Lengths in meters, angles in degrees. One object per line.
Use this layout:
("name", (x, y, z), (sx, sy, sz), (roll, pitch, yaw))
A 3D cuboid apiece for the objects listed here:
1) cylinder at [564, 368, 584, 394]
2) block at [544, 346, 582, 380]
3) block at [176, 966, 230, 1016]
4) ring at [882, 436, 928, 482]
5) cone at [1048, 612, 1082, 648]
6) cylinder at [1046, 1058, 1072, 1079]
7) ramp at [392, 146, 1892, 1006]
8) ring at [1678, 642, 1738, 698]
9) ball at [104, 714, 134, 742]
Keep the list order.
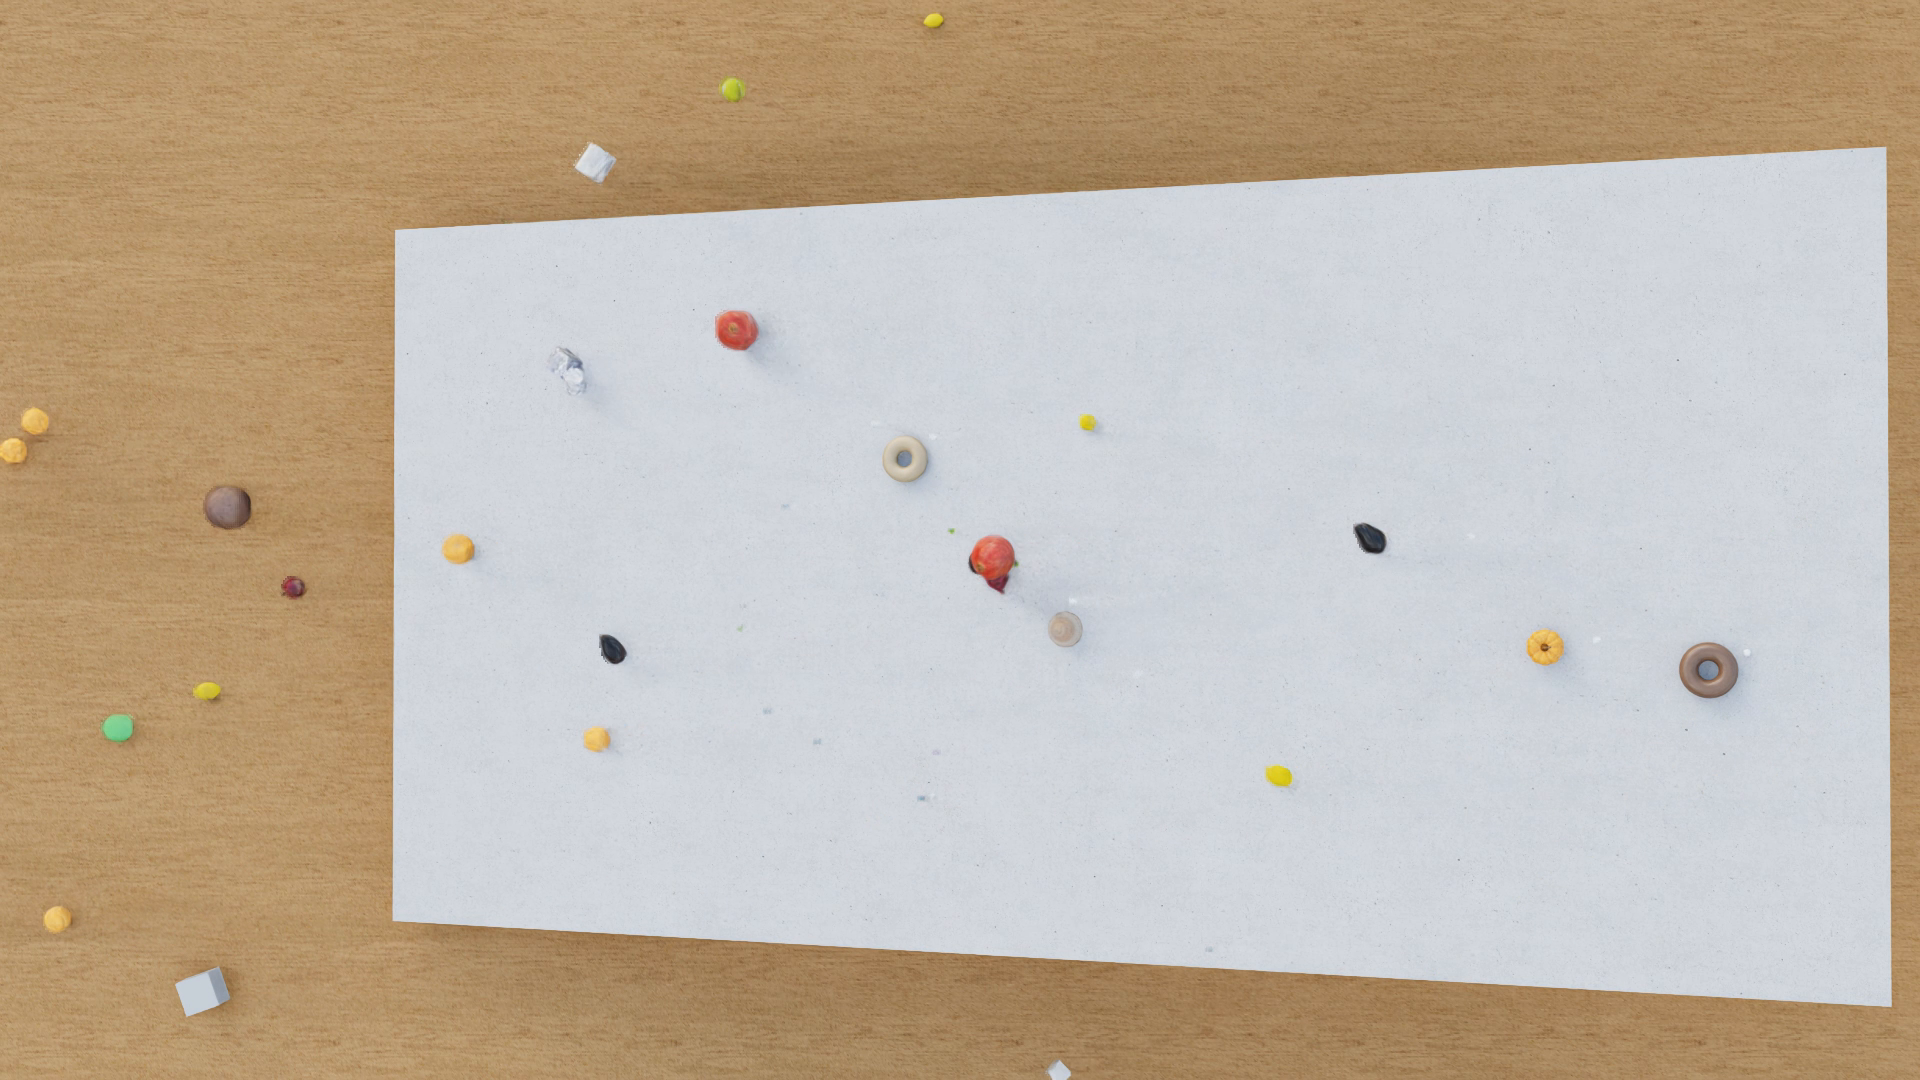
("cylinder", (-1.079, -0.444, 6.150), (0.054, 0.054, 0.054), (2, 60, -4))
("block", (-1.113, -0.495, 6.167), (0.065, 0.065, 0.065), (38, 101, 15))
("block", (-2.201, 1.313, 6.395), (0.100, 0.100, 0.100), (-20, 89, 0))
("ring", (-0.147, -0.216, 5.858), (0.126, 0.042, 0.126), (0, 90, 18))
("cone", (0.260, 0.232, 5.689), (0.095, 0.095, 0.095), (0, 89, 18))
("cylinder", (0.288, 1.551, 6.413), (0.053, 0.053, 0.053), (-44, 94, -1))
("ramp", (0.277, 0.092, 5.788), (4.000, 0.100, 2.000), (0, 89, 18))
("ring", (1.776, 0.309, 5.216), (0.135, 0.045, 0.135), (0, 90, 18))
("ball", (-2.455, 0.547, 6.414), (0.082, 0.082, 0.082), (0, 89, 0))
